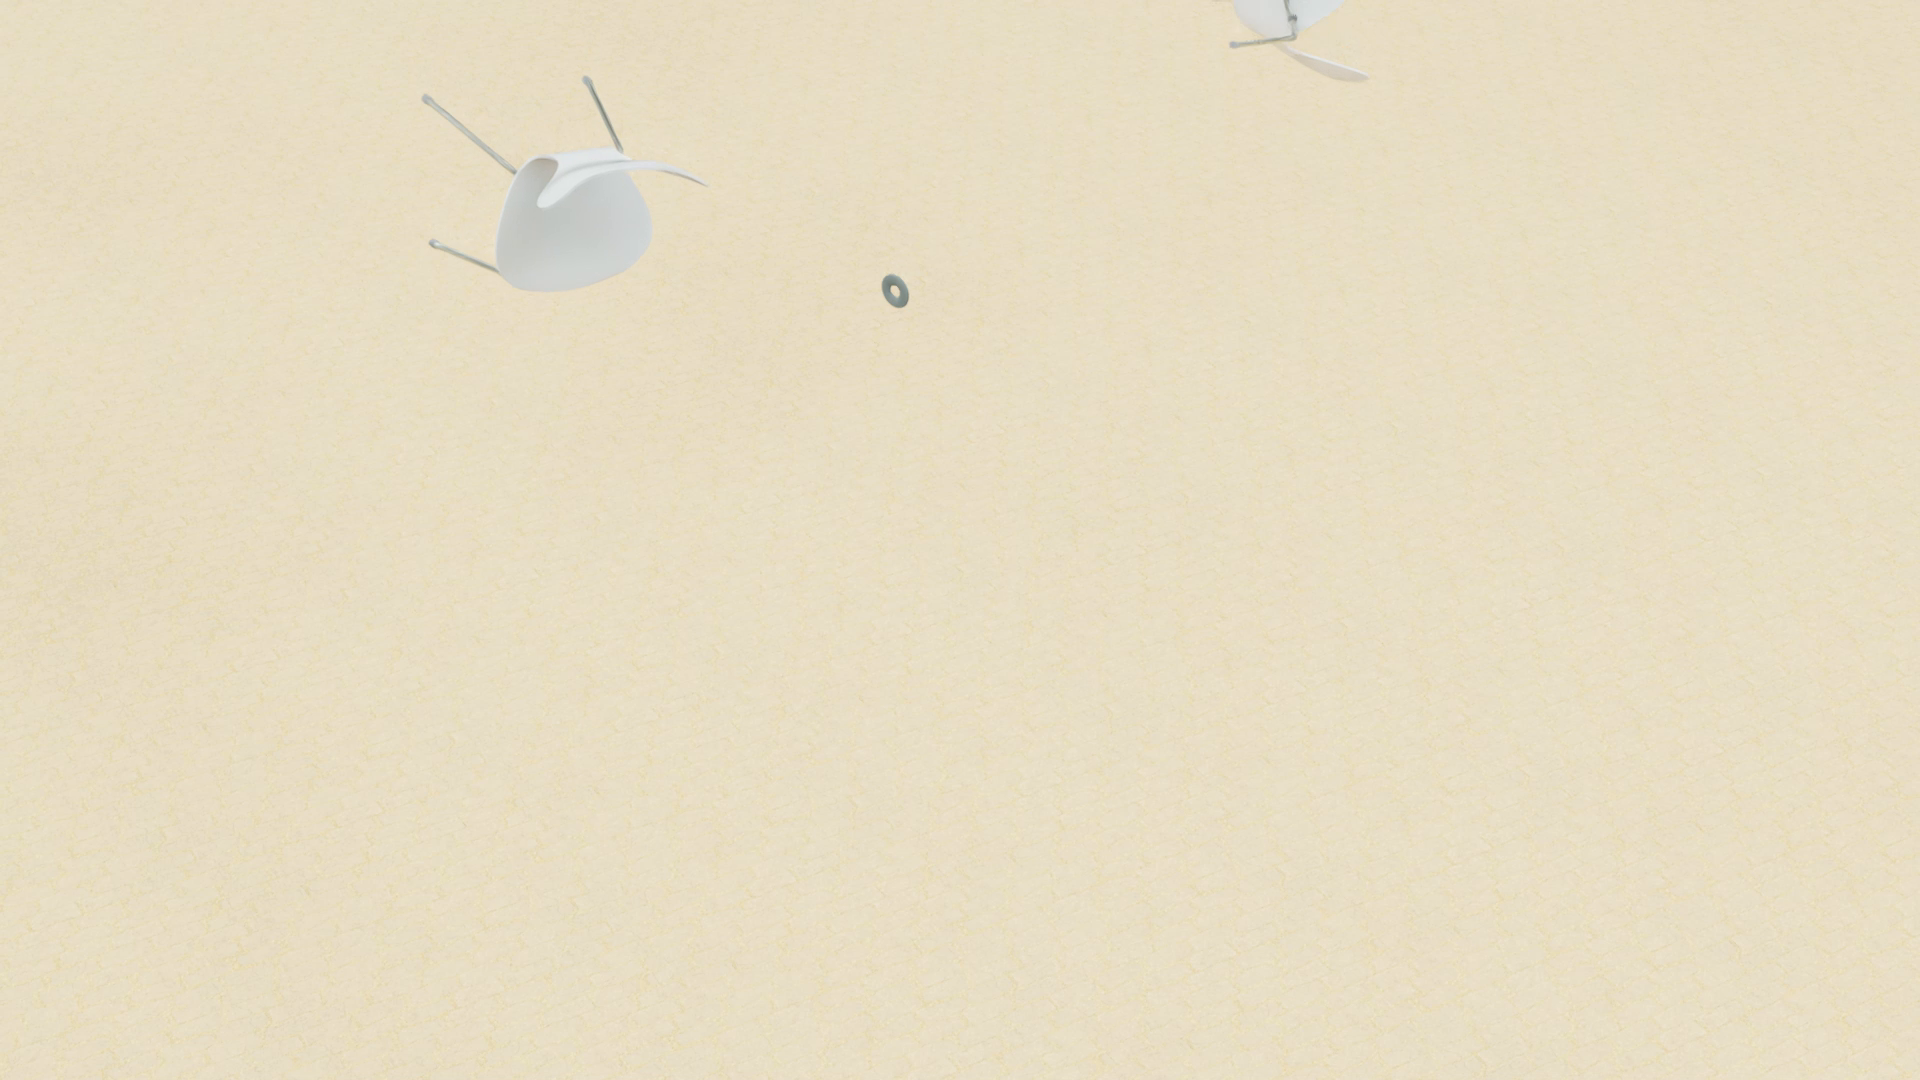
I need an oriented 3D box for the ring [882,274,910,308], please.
[{"bbox_3d":[-0.171,-0.660,7.776,0.078,0.103,0.016,2,35,26],"label":"ring"}]
